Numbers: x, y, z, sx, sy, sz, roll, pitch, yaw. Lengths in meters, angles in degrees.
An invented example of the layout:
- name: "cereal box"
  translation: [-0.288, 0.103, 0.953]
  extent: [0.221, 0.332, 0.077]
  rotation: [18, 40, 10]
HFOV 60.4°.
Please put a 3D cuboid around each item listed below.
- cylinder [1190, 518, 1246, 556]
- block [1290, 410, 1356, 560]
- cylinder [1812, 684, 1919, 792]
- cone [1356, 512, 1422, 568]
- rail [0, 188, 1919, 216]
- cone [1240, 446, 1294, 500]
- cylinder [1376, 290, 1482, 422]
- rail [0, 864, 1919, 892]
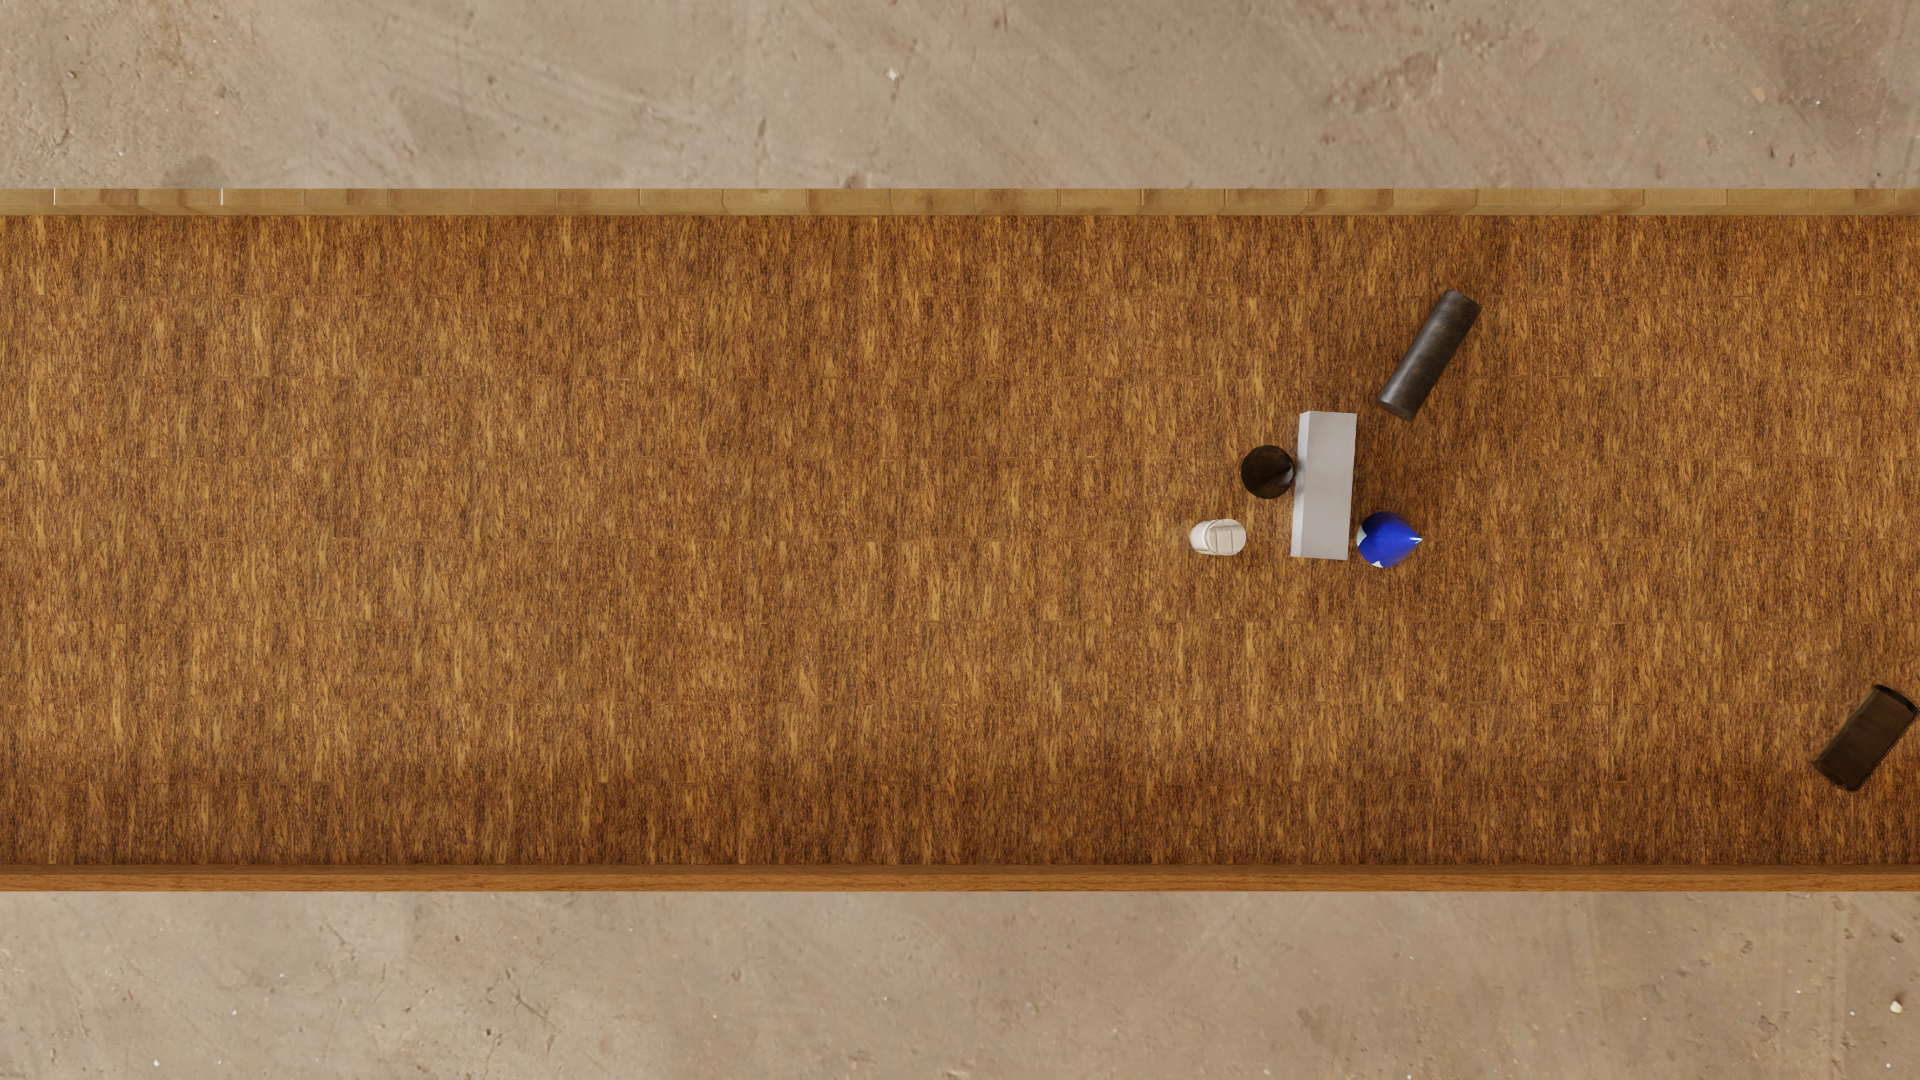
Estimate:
- name: "cylinder"
  translation: [0.759, -0.008, 4.876]
  extent: [0.105, 0.400, 0.105]
  rotation: [0, 90, 0]
- name: "block"
  translation: [1.103, -0.163, 5.006]
  extent: [0.142, 0.142, 0.439]
  rotation: [4, 90, 0]
- name: "cylinder"
  translation: [2.748, 0.601, 5.007]
  extent: [0.140, 0.140, 0.306]
  rotation: [39, 90, 0]
- name: "cone"
  translation: [1.308, -0.002, 4.869]
  extent: [0.174, 0.414, 0.174]
  rotation: [0, 90, 0]
- name: "rail"
  translation: [-2.247, -1.025, 5.002]
  extent: [12.000, 0.150, 0.050]
  rotation: [0, 90, 0]
- name: "cone"
  translation: [0.948, -0.209, 4.889]
  extent: [0.167, 0.375, 0.167]
  rotation: [0, 90, 0]
- name: "cylinder"
  translation: [1.424, -0.560, 5.014]
  extent: [0.124, 0.124, 0.395]
  rotation: [32, 90, 0]
- name: "rail"
  translation: [-2.247, 1.025, 5.001]
  extent: [12.000, 0.150, 0.050]
  rotation: [0, 90, 0]
